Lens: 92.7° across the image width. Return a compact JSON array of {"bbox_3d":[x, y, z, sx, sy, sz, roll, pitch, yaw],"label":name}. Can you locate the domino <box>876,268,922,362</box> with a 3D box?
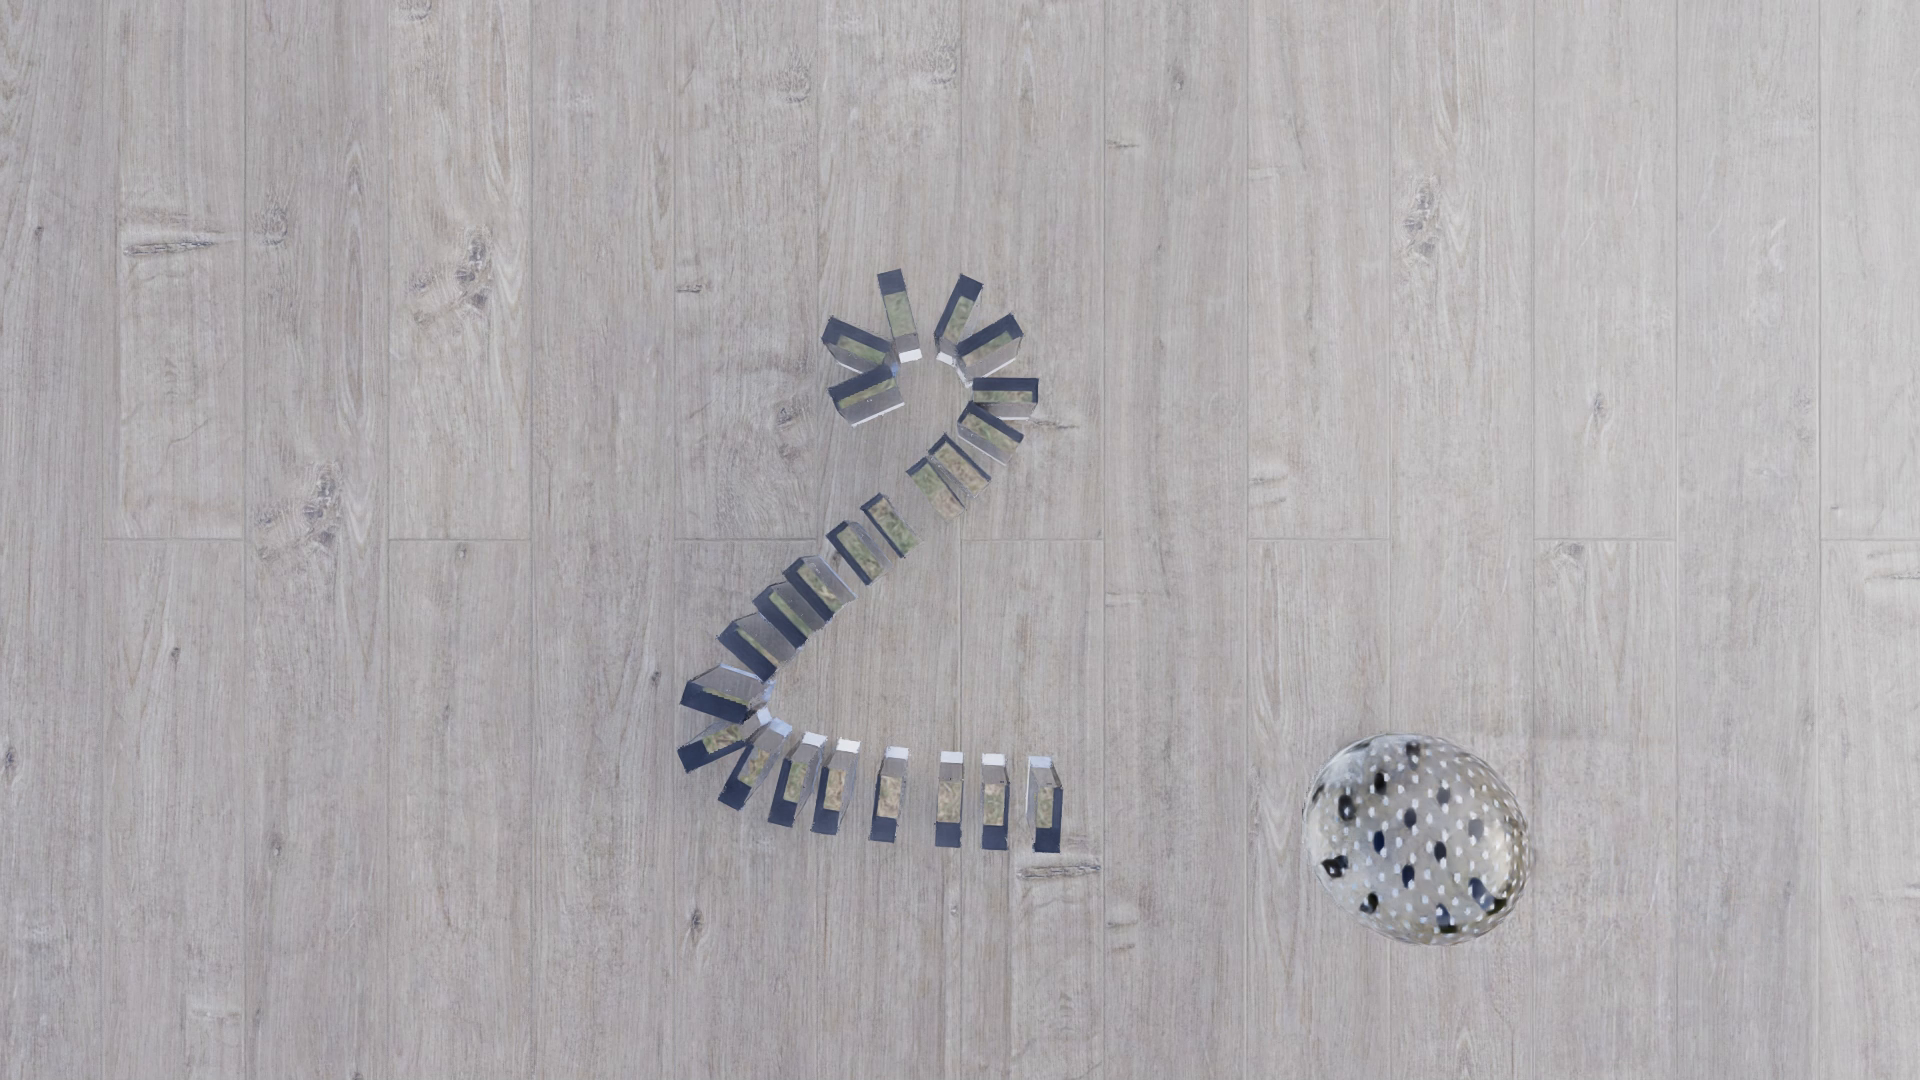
[{"bbox_3d":[-0.024,-0.091,0.375,0.009,0.050,0.025,-14,90,0],"label":"domino"}]

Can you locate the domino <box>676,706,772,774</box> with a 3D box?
[{"bbox_3d":[-0.095,0.080,0.375,0.025,0.050,0.010,-24,90,0],"label":"domino"}]

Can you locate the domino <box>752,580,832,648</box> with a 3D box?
[{"bbox_3d":[-0.068,0.029,0.375,0.009,0.050,0.025,-43,90,0],"label":"domino"}]

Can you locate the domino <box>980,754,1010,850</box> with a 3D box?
[{"bbox_3d":[0.014,0.106,0.375,0.009,0.050,0.025,3,90,0],"label":"domino"}]

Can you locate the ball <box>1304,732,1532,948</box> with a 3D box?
[{"bbox_3d":[0.178,0.116,0.360,0.080,0.080,0.080,0,90,0],"label":"ball"}]

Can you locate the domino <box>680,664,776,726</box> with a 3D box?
[{"bbox_3d":[-0.094,0.062,0.375,0.025,0.050,0.009,19,90,0],"label":"domino"}]

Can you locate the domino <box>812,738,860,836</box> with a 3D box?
[{"bbox_3d":[-0.050,0.100,0.375,0.010,0.050,0.025,9,90,0],"label":"domino"}]

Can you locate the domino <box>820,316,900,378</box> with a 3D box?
[{"bbox_3d":[-0.040,-0.076,0.375,0.025,0.050,0.009,23,90,0],"label":"domino"}]

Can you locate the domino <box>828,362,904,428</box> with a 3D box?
[{"bbox_3d":[-0.037,-0.059,0.375,0.025,0.050,0.009,-23,90,0],"label":"domino"}]

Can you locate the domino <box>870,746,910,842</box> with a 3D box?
[{"bbox_3d":[-0.028,0.103,0.375,0.010,0.050,0.025,7,90,0],"label":"domino"}]

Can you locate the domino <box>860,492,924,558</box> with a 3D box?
[{"bbox_3d":[-0.027,-0.006,0.375,0.009,0.050,0.025,-38,90,0],"label":"domino"}]

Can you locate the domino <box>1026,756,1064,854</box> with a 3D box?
[{"bbox_3d":[0.034,0.107,0.375,0.009,0.050,0.025,4,90,0],"label":"domino"}]

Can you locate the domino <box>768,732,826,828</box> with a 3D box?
[{"bbox_3d":[-0.066,0.097,0.375,0.010,0.050,0.025,14,90,0],"label":"domino"}]

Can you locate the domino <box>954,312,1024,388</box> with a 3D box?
[{"bbox_3d":[0.011,-0.077,0.375,0.025,0.050,0.009,-30,90,0],"label":"domino"}]

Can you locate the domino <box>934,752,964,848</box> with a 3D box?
[{"bbox_3d":[-0.004,0.105,0.375,0.009,0.050,0.025,4,90,0],"label":"domino"}]

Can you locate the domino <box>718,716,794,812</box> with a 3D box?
[{"bbox_3d":[-0.083,0.090,0.375,0.009,0.050,0.025,29,90,0],"label":"domino"}]

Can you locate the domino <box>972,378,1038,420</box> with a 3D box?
[{"bbox_3d":[0.017,-0.057,0.375,0.025,0.050,0.009,0,90,0],"label":"domino"}]

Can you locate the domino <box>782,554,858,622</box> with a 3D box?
[{"bbox_3d":[-0.056,0.019,0.375,0.009,0.050,0.025,-42,90,0],"label":"domino"}]

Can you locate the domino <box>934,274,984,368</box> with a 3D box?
[{"bbox_3d":[-0.001,-0.088,0.375,0.009,0.050,0.025,24,90,0],"label":"domino"}]

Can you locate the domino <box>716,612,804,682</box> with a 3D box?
[{"bbox_3d":[-0.081,0.043,0.375,0.025,0.050,0.010,42,90,0],"label":"domino"}]

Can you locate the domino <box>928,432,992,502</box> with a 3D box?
[{"bbox_3d":[0.000,-0.029,0.375,0.025,0.050,0.010,43,90,0],"label":"domino"}]

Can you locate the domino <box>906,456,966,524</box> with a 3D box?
[{"bbox_3d":[-0.009,-0.019,0.375,0.009,0.050,0.025,-38,90,0],"label":"domino"}]

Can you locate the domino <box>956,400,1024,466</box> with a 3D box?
[{"bbox_3d":[0.012,-0.043,0.375,0.025,0.050,0.009,32,90,0],"label":"domino"}]

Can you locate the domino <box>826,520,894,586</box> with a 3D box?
[{"bbox_3d":[-0.040,0.005,0.375,0.010,0.050,0.025,-39,90,0],"label":"domino"}]
